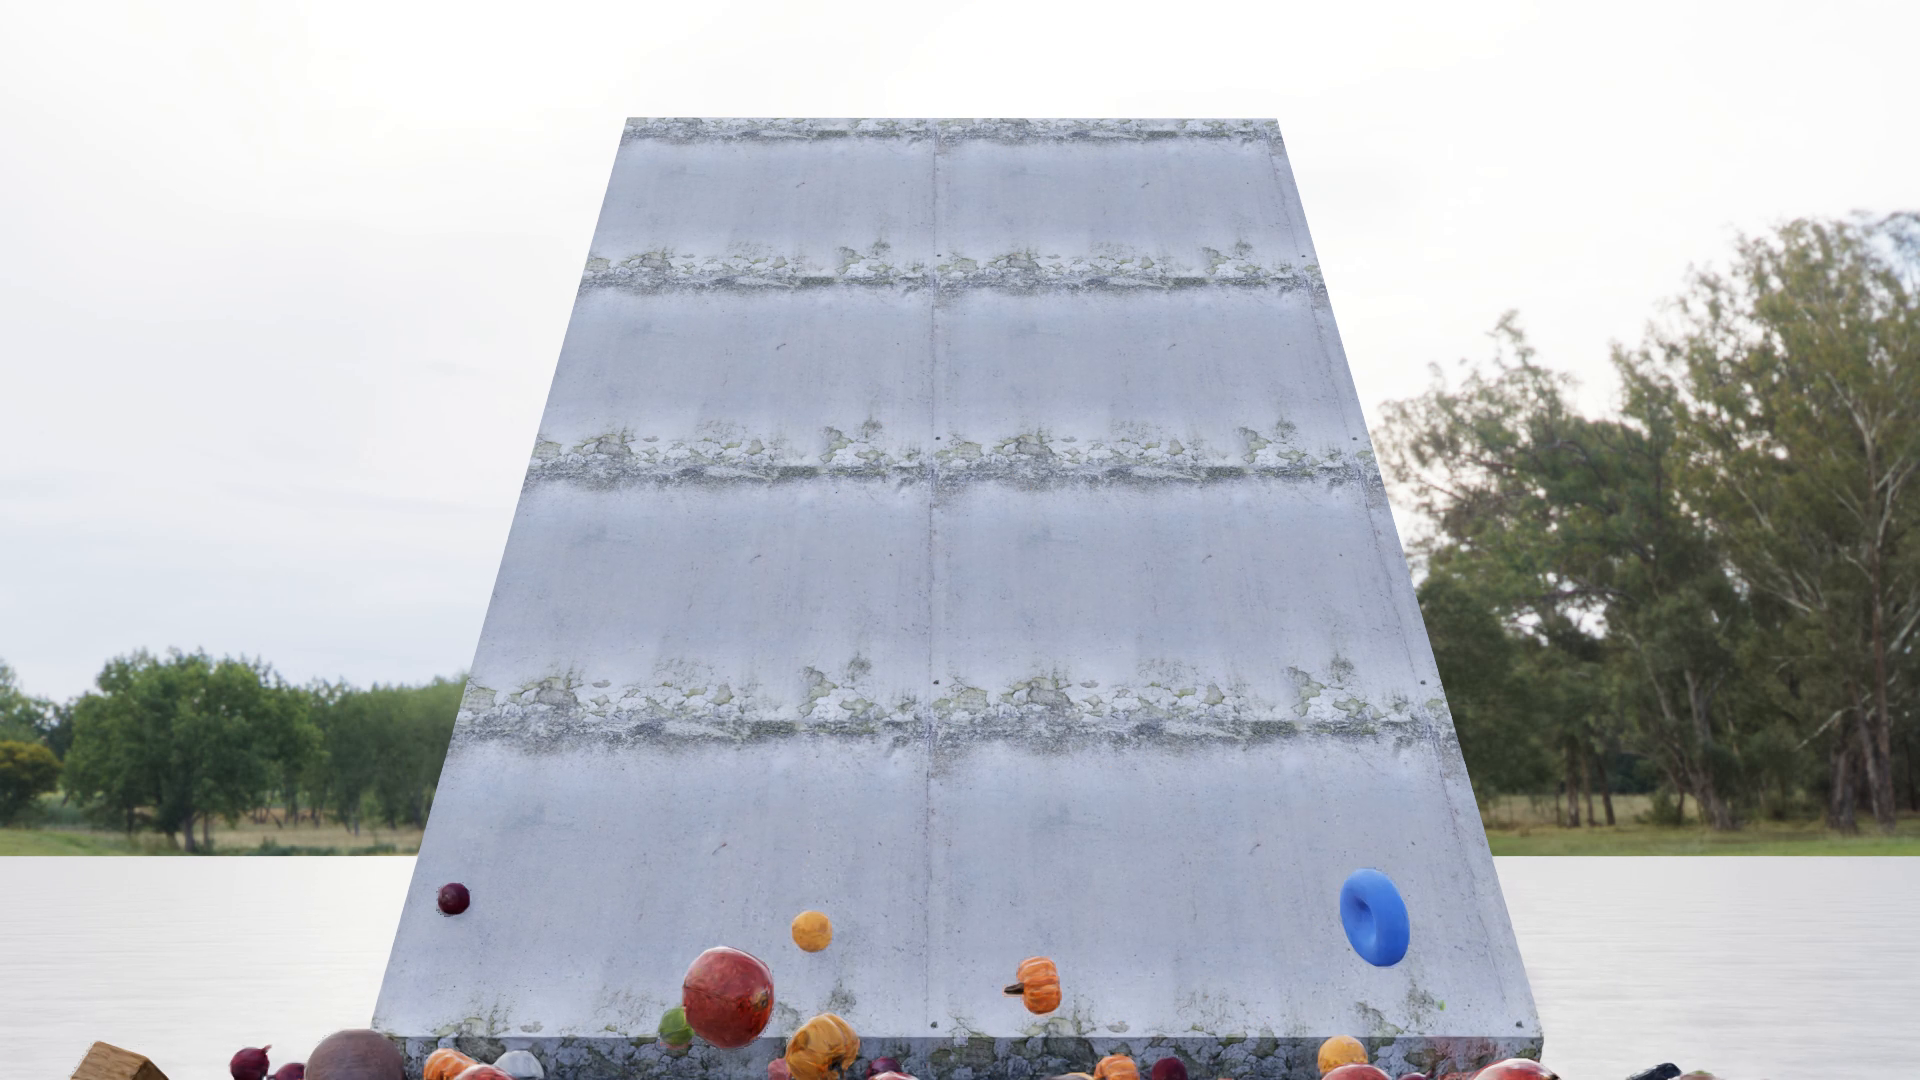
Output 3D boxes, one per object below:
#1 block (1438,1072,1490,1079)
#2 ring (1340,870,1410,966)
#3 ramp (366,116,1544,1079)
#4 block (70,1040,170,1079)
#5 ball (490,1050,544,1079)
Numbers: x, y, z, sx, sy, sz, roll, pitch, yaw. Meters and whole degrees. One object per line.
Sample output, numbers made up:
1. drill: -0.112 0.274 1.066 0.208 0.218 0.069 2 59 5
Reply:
1. block: 0.760 0.834 3.696 0.054 0.054 0.054 5 -7 -37
2. ring: 0.602 0.548 3.559 0.048 0.145 0.145 -12 -2 -21
3. ramp: -0.015 -0.185 5.877 2.000 0.100 4.000 0 32 0
4. block: -1.081 0.714 3.153 0.090 0.090 0.090 10 -36 27
5. ball: -0.688 0.834 3.806 0.084 0.084 0.084 0 -7 0
